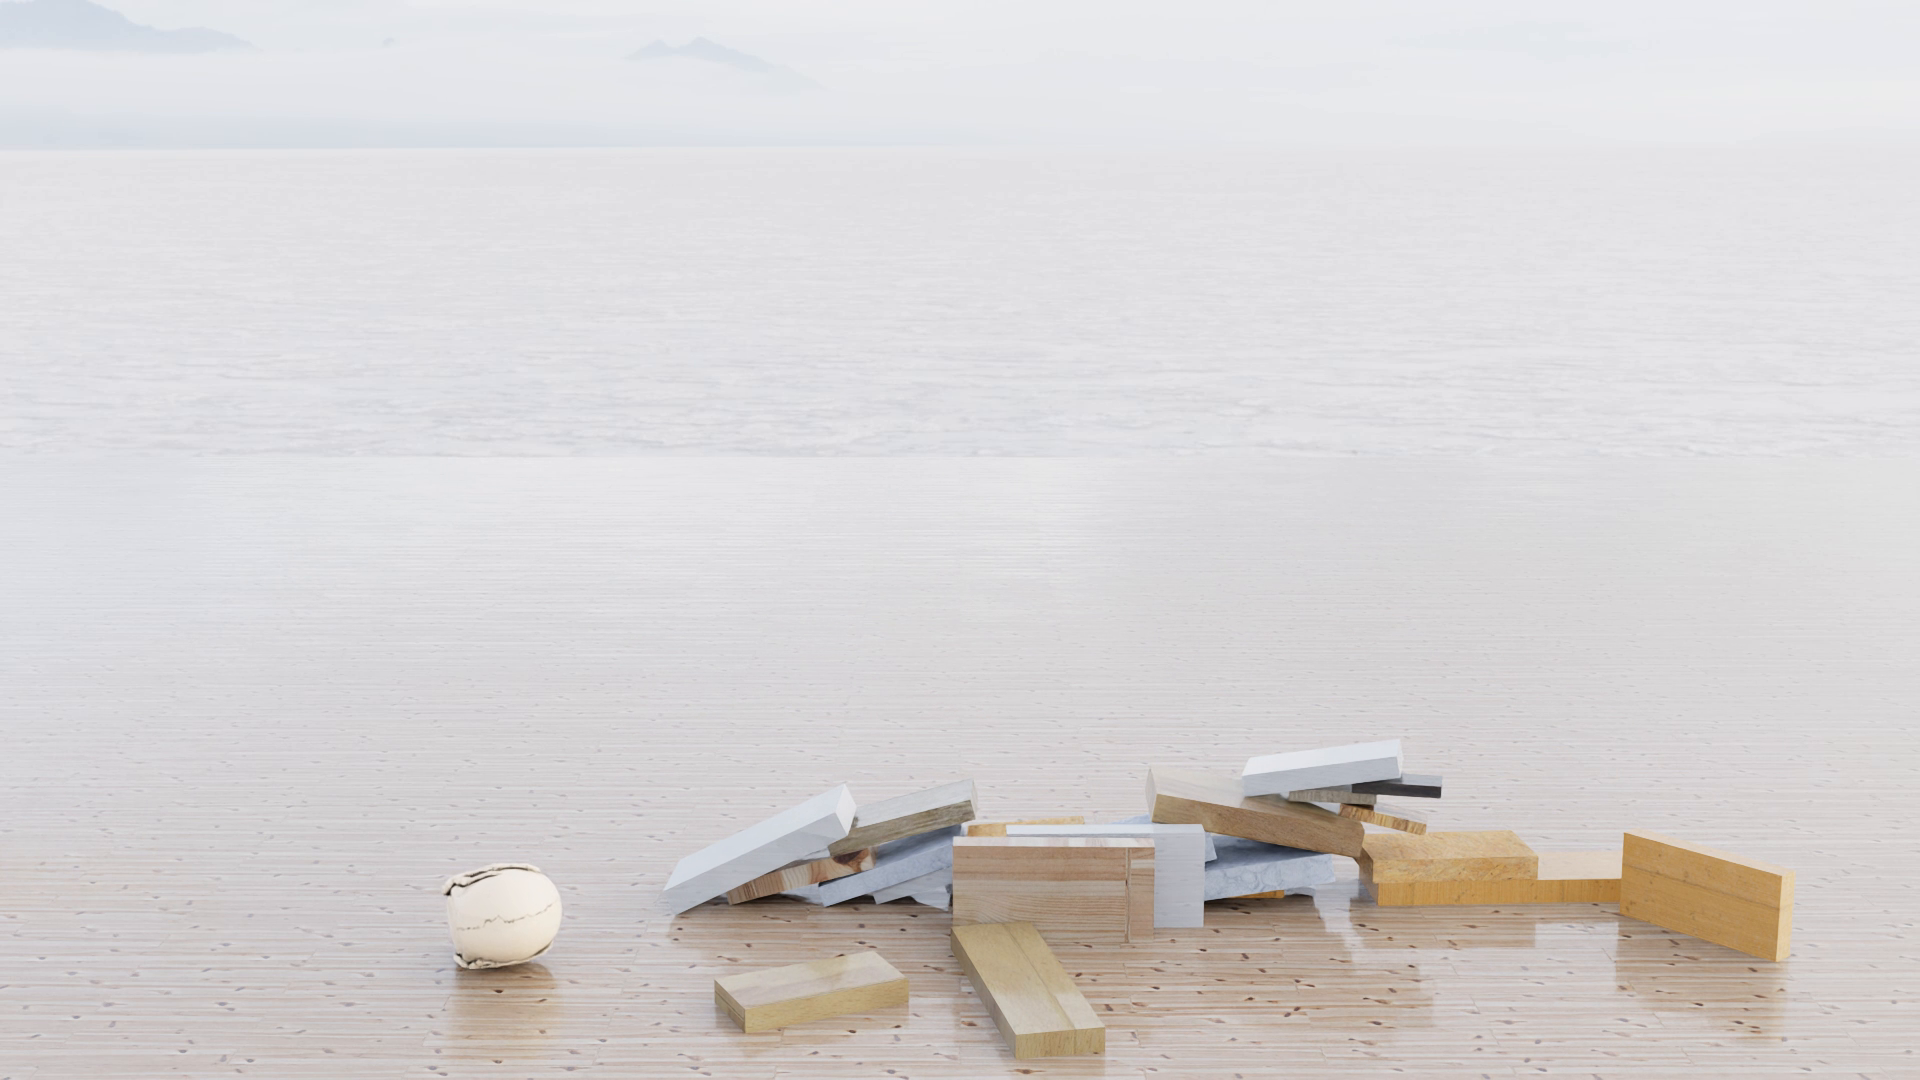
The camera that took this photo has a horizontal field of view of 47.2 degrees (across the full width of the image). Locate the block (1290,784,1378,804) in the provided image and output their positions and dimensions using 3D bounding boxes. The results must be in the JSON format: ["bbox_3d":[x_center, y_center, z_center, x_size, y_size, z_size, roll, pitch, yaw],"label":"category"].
[{"bbox_3d":[0.618,0.417,3.645,0.142,0.020,0.071,1,8,10],"label":"block"}]

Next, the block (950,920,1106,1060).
[{"bbox_3d":[0.093,0.654,3.227,0.127,0.036,0.425,-2,11,-12],"label":"block"}]

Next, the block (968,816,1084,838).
[{"bbox_3d":[0.108,0.488,3.598,0.192,0.027,0.096,-5,12,4],"label":"block"}]

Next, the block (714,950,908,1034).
[{"bbox_3d":[-0.216,0.657,3.208,0.254,0.036,0.127,-5,12,-26],"label":"block"}]

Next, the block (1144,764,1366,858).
[{"bbox_3d":[0.483,0.447,3.636,0.342,0.048,0.171,10,10,-1],"label":"block"}]

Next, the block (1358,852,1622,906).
[{"bbox_3d":[0.962,0.566,3.690,0.559,0.039,0.138,-1,11,-3],"label":"block"}]

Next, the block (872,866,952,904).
[{"bbox_3d":[-0.045,0.547,3.638,0.192,0.027,0.096,-18,9,14],"label":"block"}]

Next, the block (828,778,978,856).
[{"bbox_3d":[-0.095,0.459,3.651,0.248,0.035,0.124,-15,9,5],"label":"block"}]

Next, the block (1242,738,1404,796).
[{"bbox_3d":[0.602,0.377,3.645,0.254,0.036,0.127,-9,6,15],"label":"block"}]

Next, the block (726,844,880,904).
[{"bbox_3d":[-0.262,0.541,3.661,0.248,0.035,0.124,-15,9,4],"label":"block"}]

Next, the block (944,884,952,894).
[{"bbox_3d":[0.067,0.532,3.659,0.192,0.027,0.096,-19,10,6],"label":"block"}]

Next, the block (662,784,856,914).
[{"bbox_3d":[-0.327,0.508,3.623,0.314,0.044,0.157,-25,8,7],"label":"block"}]

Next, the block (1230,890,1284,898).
[{"bbox_3d":[0.490,0.583,3.670,0.095,0.013,0.047,0,11,0],"label":"block"}]

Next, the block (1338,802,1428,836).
[{"bbox_3d":[0.698,0.453,3.625,0.142,0.020,0.071,12,11,11],"label":"block"}]

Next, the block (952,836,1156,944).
[{"bbox_3d":[0.147,0.550,3.456,0.314,0.157,0.044,0,11,1],"label":"block"}]

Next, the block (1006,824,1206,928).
[{"bbox_3d":[0.231,0.538,3.520,0.314,0.157,0.044,0,11,-1],"label":"block"}]

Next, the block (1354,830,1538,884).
[{"bbox_3d":[0.808,0.529,3.677,0.276,0.039,0.138,-1,11,-4],"label":"block"}]

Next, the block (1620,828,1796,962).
[{"bbox_3d":[1.175,0.557,3.470,0.039,0.138,0.276,-9,14,-39],"label":"block"}]

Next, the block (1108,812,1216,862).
[{"bbox_3d":[0.246,0.523,3.659,0.342,0.048,0.171,-15,10,3],"label":"block"}]

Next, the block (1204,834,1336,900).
[{"bbox_3d":[0.437,0.541,3.655,0.342,0.048,0.171,-9,10,2],"label":"block"}]

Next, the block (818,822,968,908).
[{"bbox_3d":[-0.108,0.534,3.650,0.248,0.035,0.124,-19,9,6],"label":"block"}]

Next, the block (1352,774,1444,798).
[{"bbox_3d":[0.718,0.401,3.609,0.142,0.020,0.071,2,9,15],"label":"block"}]

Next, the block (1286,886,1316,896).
[{"bbox_3d":[0.543,0.571,3.667,0.095,0.013,0.047,11,10,-1],"label":"block"}]
